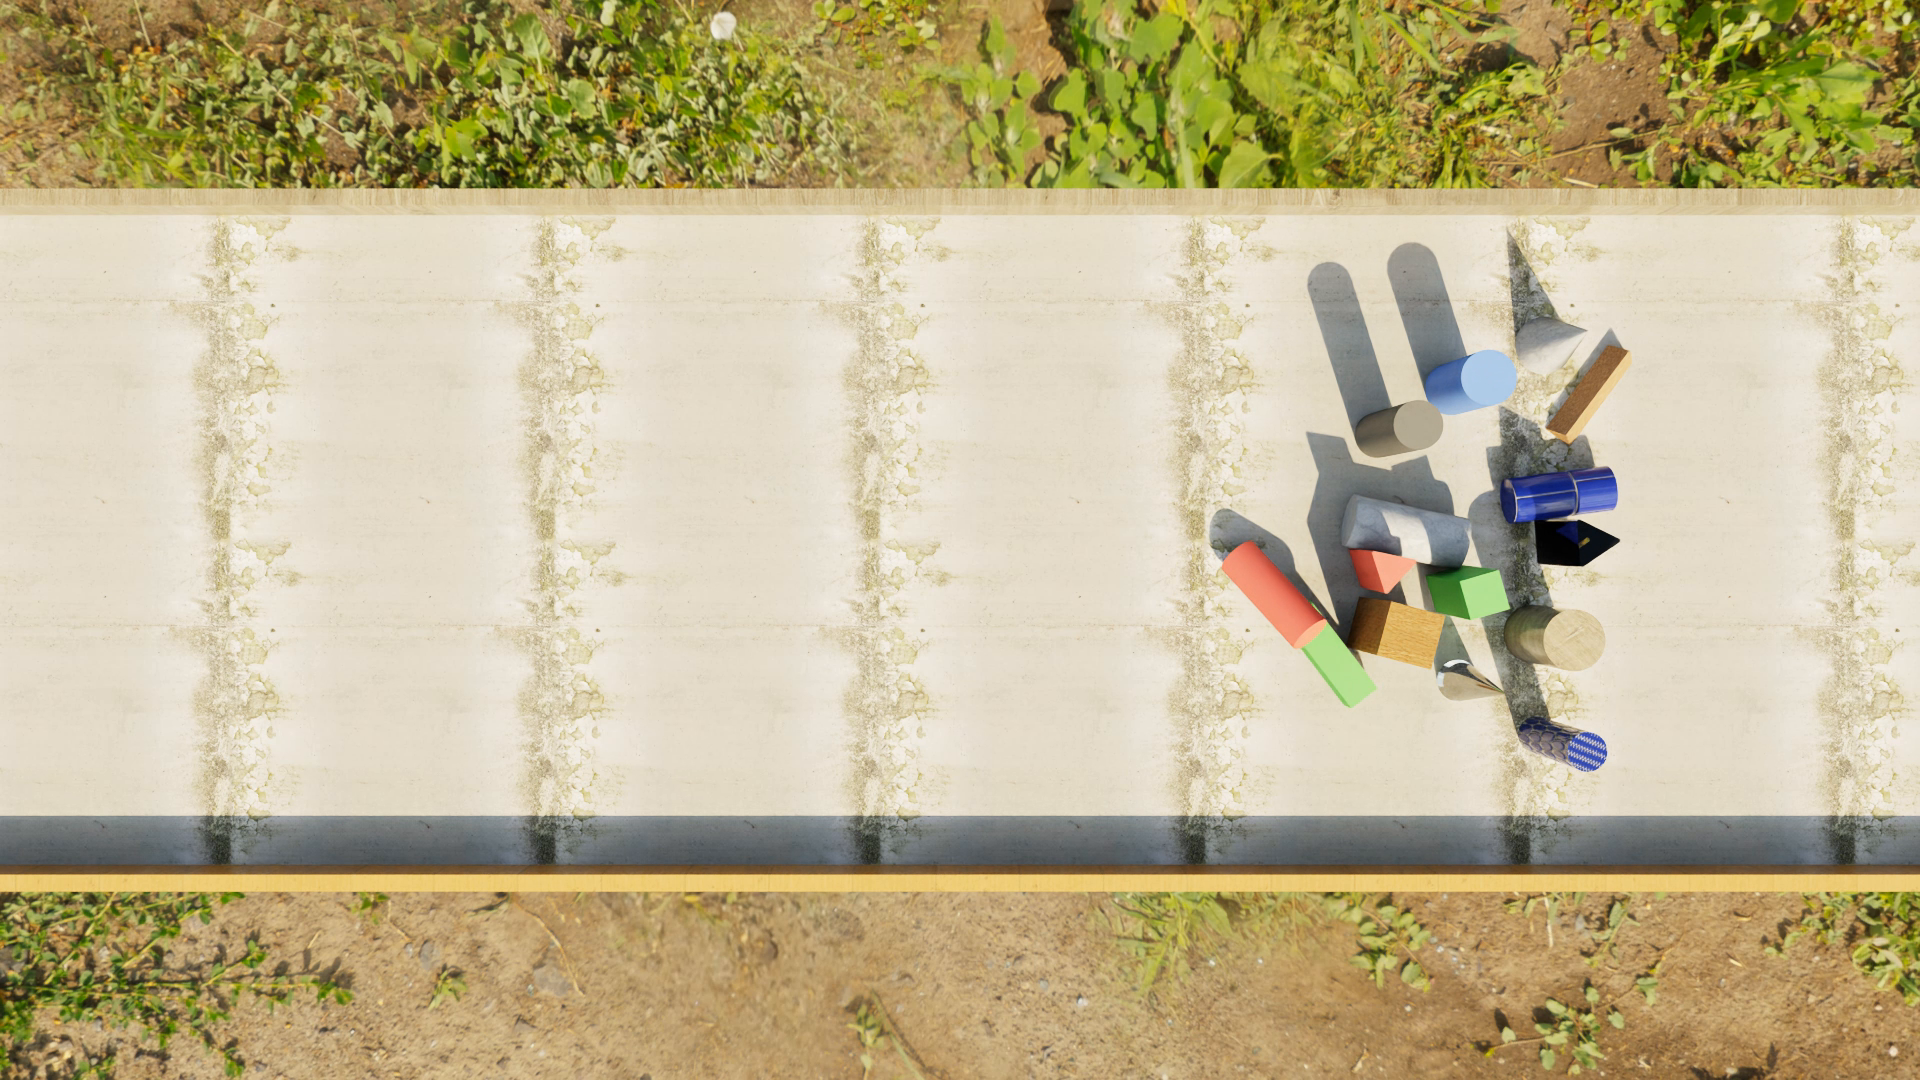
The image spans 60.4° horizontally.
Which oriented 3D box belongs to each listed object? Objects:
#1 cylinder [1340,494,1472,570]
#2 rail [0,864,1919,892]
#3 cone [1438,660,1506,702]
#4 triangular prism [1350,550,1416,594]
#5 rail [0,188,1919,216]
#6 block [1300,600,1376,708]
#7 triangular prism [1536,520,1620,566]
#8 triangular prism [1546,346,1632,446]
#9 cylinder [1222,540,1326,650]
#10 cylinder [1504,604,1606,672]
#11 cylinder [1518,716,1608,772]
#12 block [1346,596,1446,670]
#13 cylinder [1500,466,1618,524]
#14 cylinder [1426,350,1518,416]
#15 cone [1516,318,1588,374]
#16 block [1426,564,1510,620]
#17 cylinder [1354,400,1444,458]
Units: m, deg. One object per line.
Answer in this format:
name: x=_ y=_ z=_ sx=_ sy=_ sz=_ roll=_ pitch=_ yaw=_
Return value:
cylinder: x=1.349 y=-0.024 z=4.996 sx=0.349 sy=0.161 sz=0.161 roll=12 pitch=90 yaw=0
rail: x=-2.247 y=1.025 z=5.001 sx=12.000 sy=0.150 sz=0.050 roll=0 pitch=90 yaw=0
cone: x=1.533 y=0.433 z=4.849 sx=0.128 sy=0.454 sz=0.128 roll=0 pitch=90 yaw=0
triangular prism: x=1.230 y=0.067 z=4.895 sx=0.109 sy=0.360 sz=0.126 roll=42 pitch=93 yaw=2
rail: x=-2.247 y=-1.025 z=5.002 sx=12.000 sy=0.150 sz=0.050 roll=0 pitch=90 yaw=0
block: x=1.120 y=0.346 z=5.026 sx=0.100 sy=0.100 sz=0.332 roll=-37 pitch=90 yaw=0
triangular prism: x=1.804 y=-0.011 z=4.902 sx=0.135 sy=0.347 sz=0.117 roll=-34 pitch=91 yaw=0
triangular prism: x=1.934 y=-0.444 z=5.035 sx=0.091 sy=0.079 sz=0.321 roll=37 pitch=90 yaw=0
cylinder: x=0.940 y=0.164 z=4.948 sx=0.127 sy=0.127 sz=0.332 roll=-40 pitch=65 yaw=0
cylinder: x=1.762 y=0.288 z=4.903 sx=0.178 sy=0.348 sz=0.178 roll=0 pitch=90 yaw=0
cylinder: x=1.774 y=0.599 z=4.870 sx=0.113 sy=0.414 sz=0.113 roll=0 pitch=90 yaw=0
block: x=1.285 y=0.272 z=4.887 sx=0.160 sy=0.379 sz=0.160 roll=15 pitch=90 yaw=0
cylinder: x=1.816 y=-0.137 z=5.007 sx=0.307 sy=0.139 sz=0.139 roll=-7 pitch=90 yaw=0
cylinder: x=1.511 y=-0.464 z=4.893 sx=0.160 sy=0.367 sz=0.160 roll=0 pitch=90 yaw=0
cone: x=1.797 y=-0.599 z=4.894 sx=0.176 sy=0.365 sz=0.176 roll=0 pitch=90 yaw=0
block: x=1.506 y=0.154 z=4.906 sx=0.117 sy=0.339 sz=0.117 roll=-17 pitch=92 yaw=0
cylinder: x=1.285 y=-0.323 z=4.848 sx=0.140 sy=0.456 sz=0.140 roll=0 pitch=90 yaw=0
